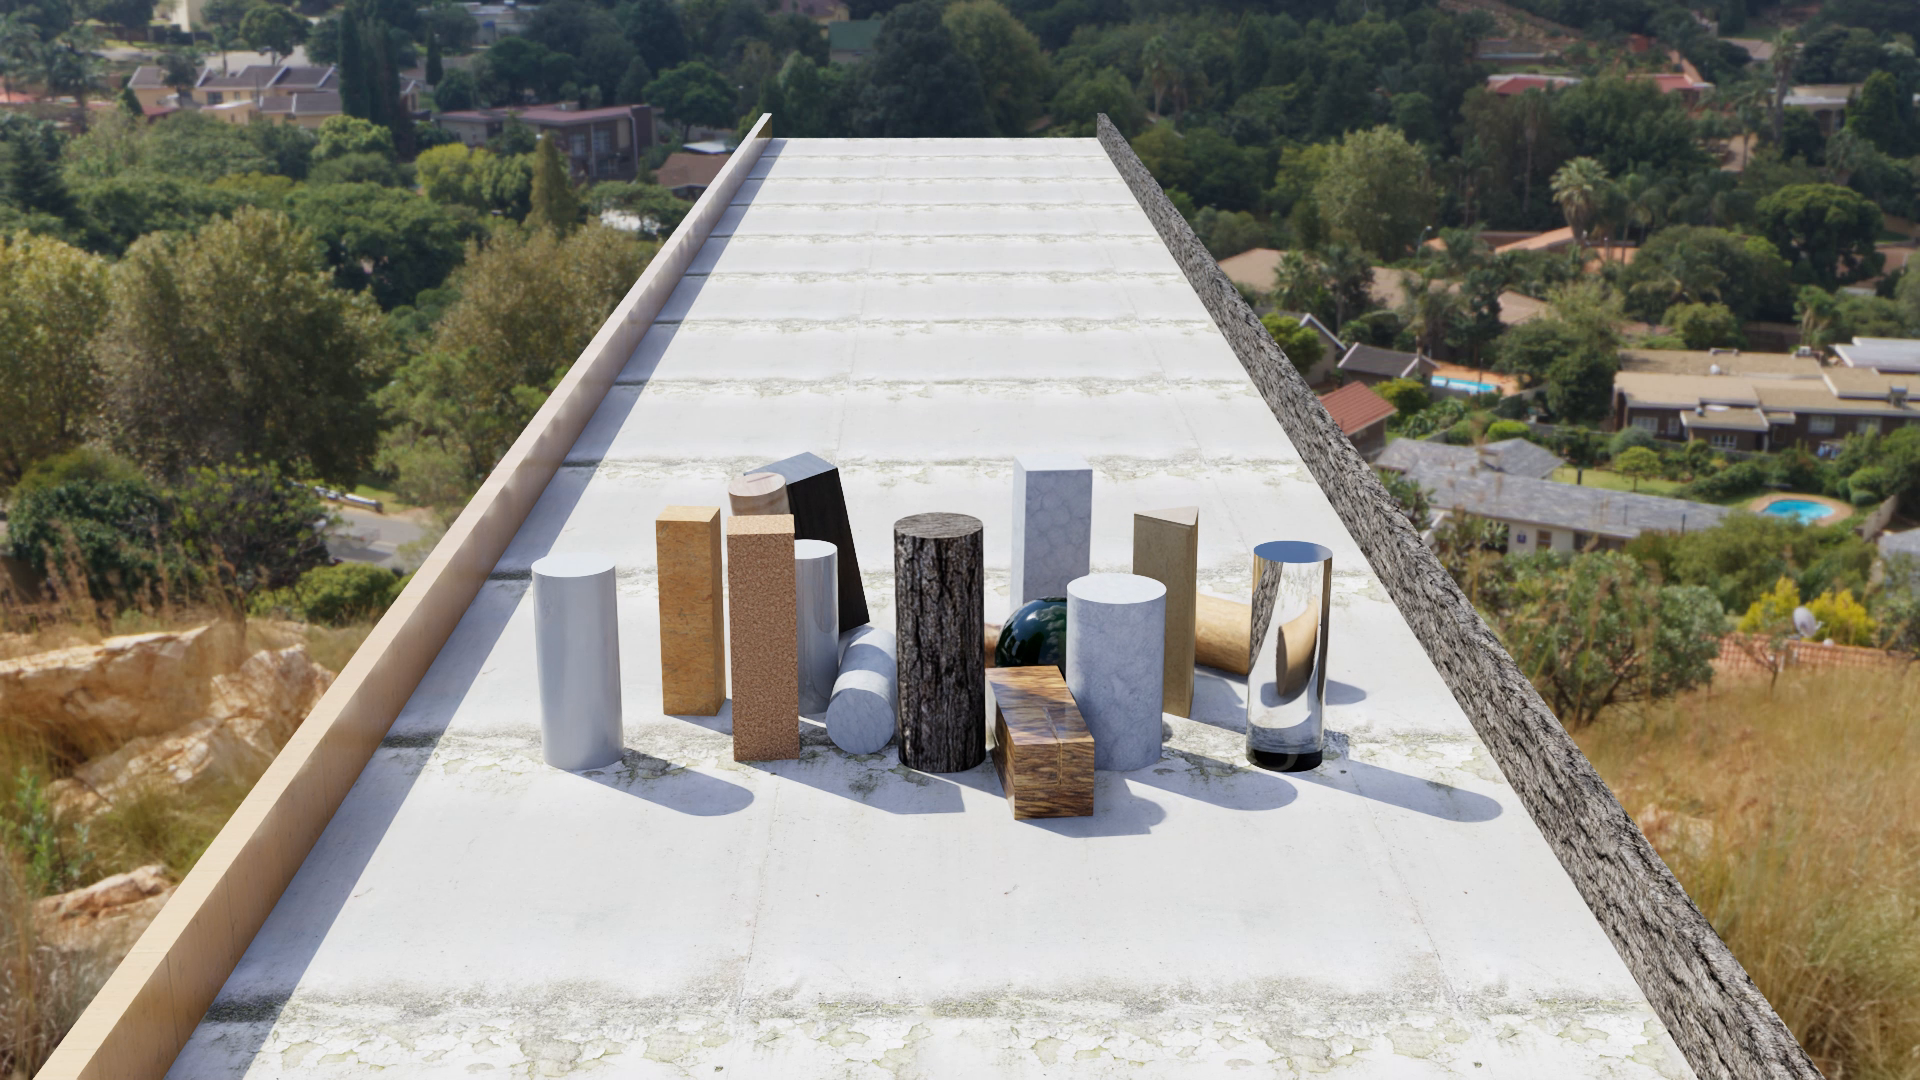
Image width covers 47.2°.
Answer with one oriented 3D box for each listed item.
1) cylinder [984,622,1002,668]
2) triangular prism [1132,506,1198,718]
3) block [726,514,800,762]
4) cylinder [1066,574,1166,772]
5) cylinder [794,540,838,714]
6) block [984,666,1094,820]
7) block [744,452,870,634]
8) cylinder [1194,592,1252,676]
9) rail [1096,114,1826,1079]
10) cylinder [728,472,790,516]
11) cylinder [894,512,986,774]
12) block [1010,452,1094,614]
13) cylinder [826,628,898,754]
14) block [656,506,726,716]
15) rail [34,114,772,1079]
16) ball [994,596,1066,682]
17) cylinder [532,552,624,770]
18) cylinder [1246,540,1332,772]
[{"bbox_3d":[0.117,0.221,4.308,0.353,0.100,0.100,7,18,23],"label":"cylinder"},{"bbox_3d":[0.410,0.128,4.135,0.131,0.375,0.114,13,21,38],"label":"triangular prism"},{"bbox_3d":[-0.349,0.174,3.906,0.117,0.420,0.117,-1,17,-5],"label":"block"},{"bbox_3d":[0.275,0.233,3.900,0.174,0.310,0.174,0,17,0],"label":"cylinder"},{"bbox_3d":[-0.291,0.163,4.141,0.124,0.306,0.124,0,17,0],"label":"cylinder"},{"bbox_3d":[0.133,0.347,3.827,0.133,0.133,0.374,-2,17,-7],"label":"block"},{"bbox_3d":[-0.315,0.017,4.525,0.148,0.346,0.148,-20,23,-22],"label":"block"},{"bbox_3d":[0.555,0.194,4.338,0.301,0.135,0.135,14,21,38],"label":"cylinder"},{"bbox_3d":[0.932,-0.844,7.801,0.050,0.150,12.000,0,17,-1],"label":"rail"},{"bbox_3d":[-0.376,0.058,4.364,0.115,0.367,0.115,-6,24,3],"label":"cylinder"},{"bbox_3d":[-0.034,0.180,3.862,0.156,0.431,0.156,-1,17,0],"label":"cylinder"},{"bbox_3d":[0.180,0.038,4.390,0.133,0.401,0.133,-2,16,-9],"label":"block"},{"bbox_3d":[-0.170,0.277,4.077,0.125,0.125,0.335,1,17,2],"label":"cylinder"},{"bbox_3d":[-0.502,0.133,4.115,0.100,0.379,0.100,2,17,5],"label":"block"},{"bbox_3d":[-1.118,-0.838,7.780,0.050,0.150,12.000,0,17,-1],"label":"rail"},{"bbox_3d":[0.177,0.216,4.107,0.224,0.224,0.224,0,17,0],"label":"ball"},{"bbox_3d":[-0.673,0.214,3.884,0.145,0.356,0.145,0,17,0],"label":"cylinder"},{"bbox_3d":[0.577,0.204,3.866,0.137,0.384,0.137,0,17,0],"label":"cylinder"}]
